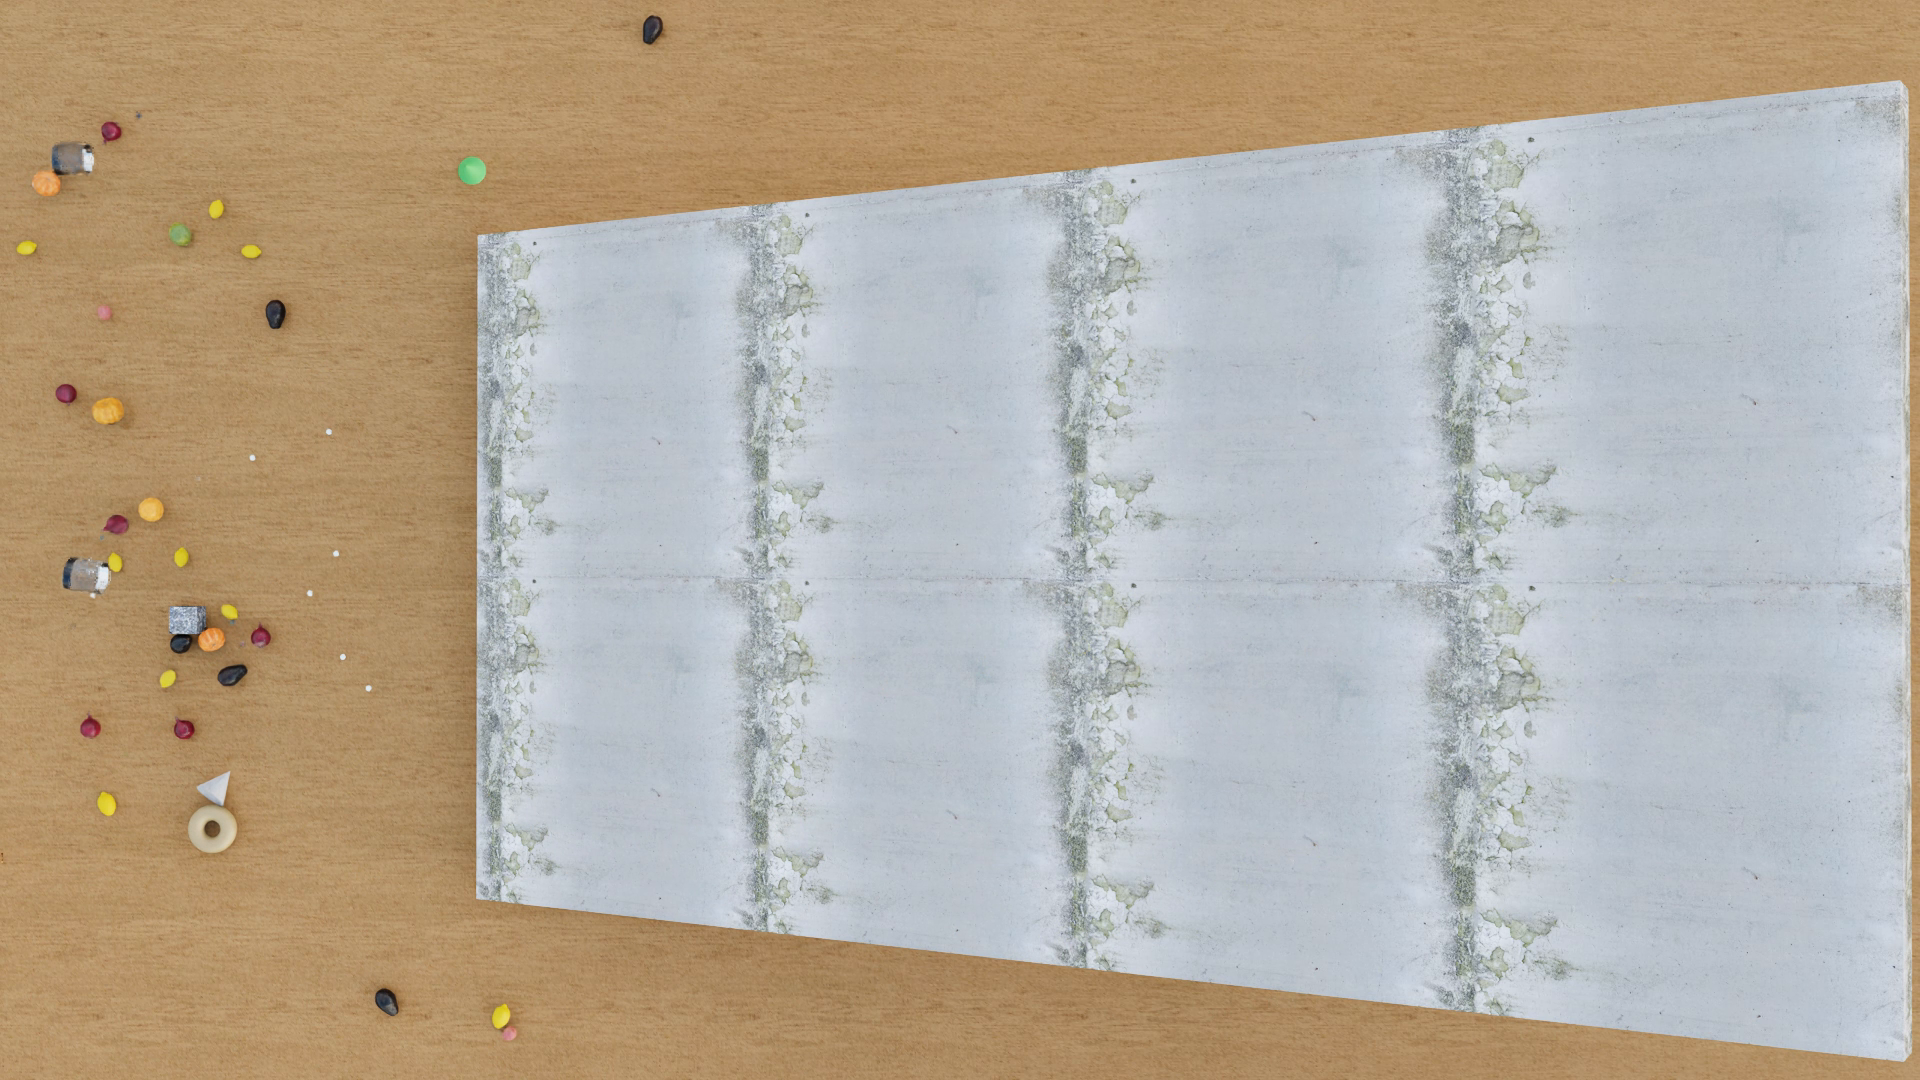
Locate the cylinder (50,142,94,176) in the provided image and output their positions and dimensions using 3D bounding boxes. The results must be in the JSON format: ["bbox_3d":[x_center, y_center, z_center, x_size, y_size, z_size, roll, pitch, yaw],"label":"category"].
[{"bbox_3d":[-2.695,-1.156,6.677,0.091,0.091,0.091,-4,89,7],"label":"cylinder"}]

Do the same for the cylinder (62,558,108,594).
[{"bbox_3d":[-2.649,0.109,6.663,0.100,0.100,0.100,9,90,0],"label":"cylinder"}]

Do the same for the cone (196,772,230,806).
[{"bbox_3d":[-2.249,0.740,6.685,0.097,0.097,0.097,33,63,0],"label":"cone"}]

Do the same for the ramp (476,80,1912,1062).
[{"bbox_3d":[0.259,0.071,5.598,4.000,0.100,2.000,0,89,32],"label":"ramp"}]

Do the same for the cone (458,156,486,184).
[{"bbox_3d":[-1.492,-1.130,6.681,0.085,0.085,0.085,0,89,0],"label":"cone"}]

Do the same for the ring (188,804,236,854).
[{"bbox_3d":[-2.271,0.878,6.681,0.148,0.049,0.148,0,89,1],"label":"ring"}]

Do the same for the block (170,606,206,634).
[{"bbox_3d":[-2.342,0.242,6.670,0.082,0.082,0.082,1,89,0],"label":"block"}]
